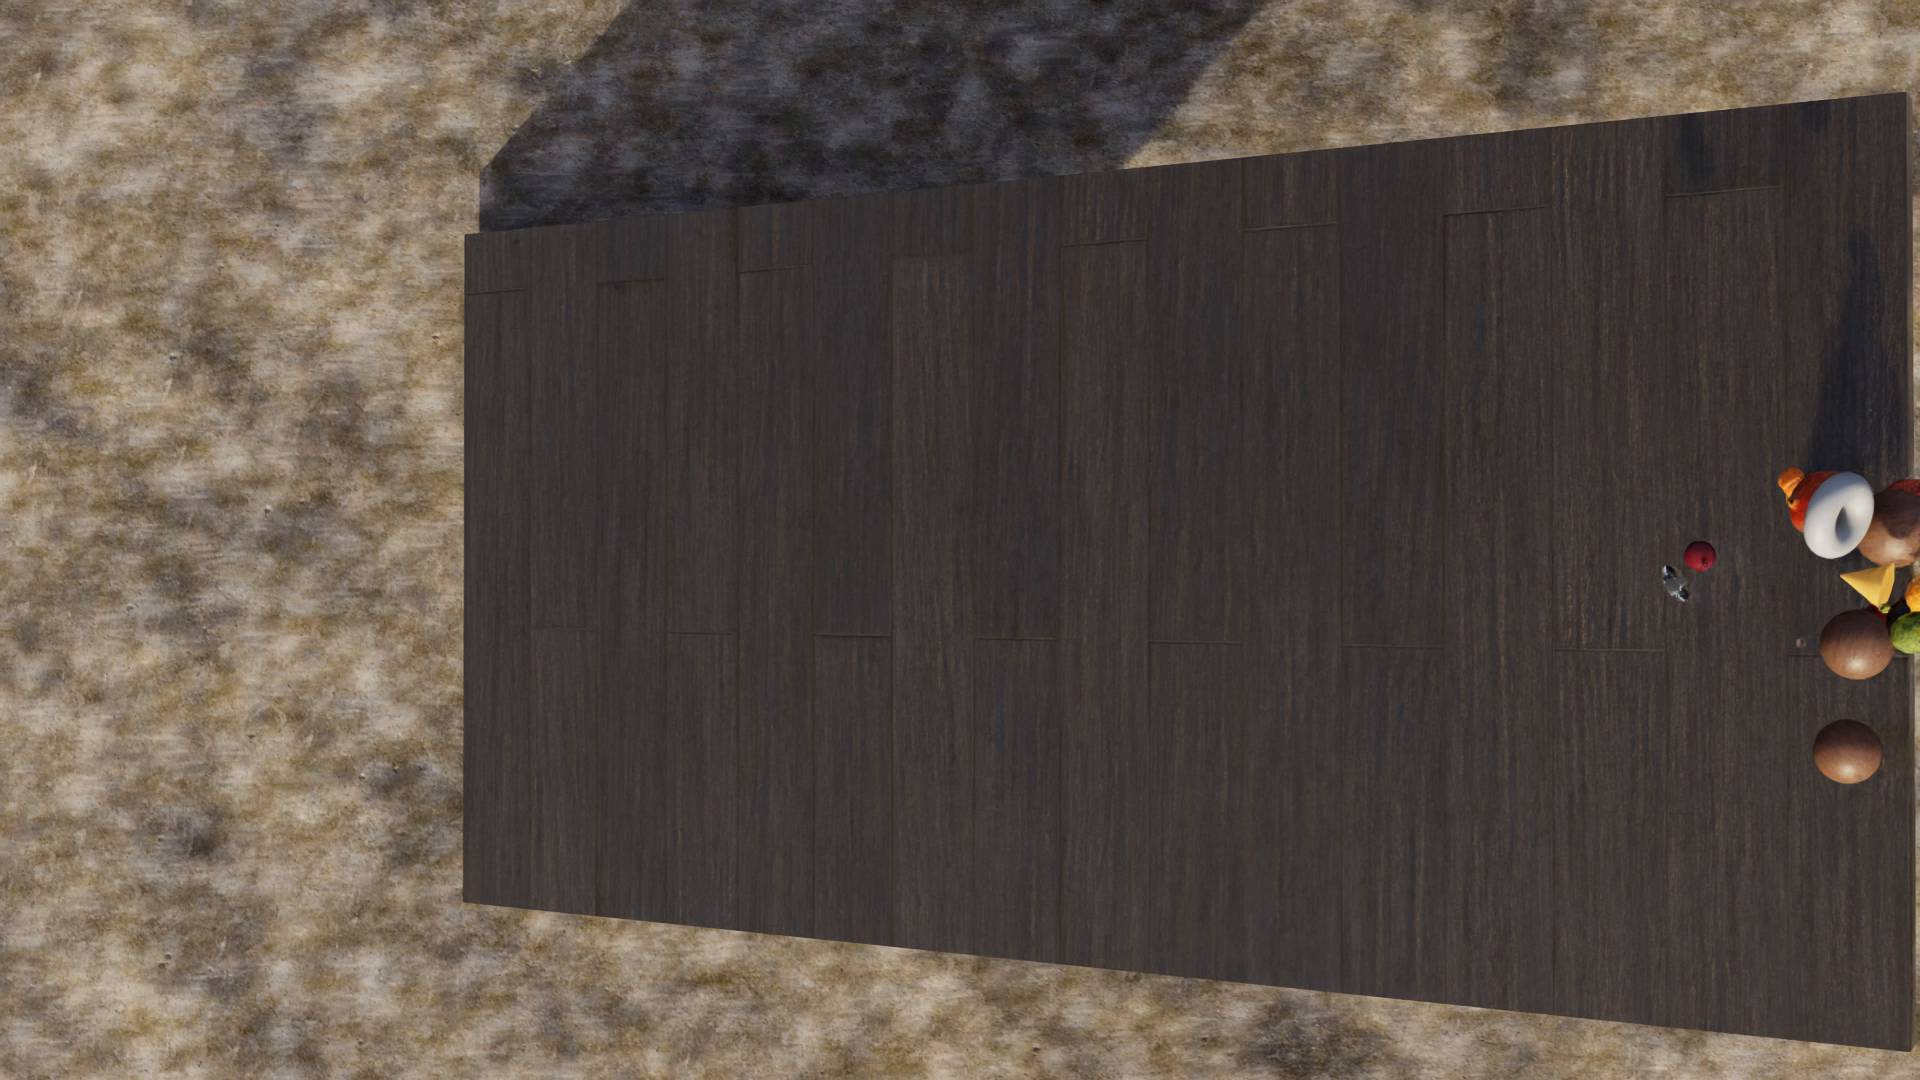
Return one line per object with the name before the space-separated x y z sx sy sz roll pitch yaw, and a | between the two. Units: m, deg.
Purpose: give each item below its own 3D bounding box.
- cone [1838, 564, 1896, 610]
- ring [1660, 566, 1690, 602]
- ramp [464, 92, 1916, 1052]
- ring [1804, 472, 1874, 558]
cone | 1.374 0.062 3.348 0.072 0.072 0.072 17 89 35
ring | 1.461 0.089 4.492 0.027 0.082 0.082 -35 89 29
ramp | 0.269 0.074 5.625 4.000 0.100 2.000 0 89 30
ring | 1.410 -0.039 3.528 0.144 0.048 0.144 -14 115 -30
